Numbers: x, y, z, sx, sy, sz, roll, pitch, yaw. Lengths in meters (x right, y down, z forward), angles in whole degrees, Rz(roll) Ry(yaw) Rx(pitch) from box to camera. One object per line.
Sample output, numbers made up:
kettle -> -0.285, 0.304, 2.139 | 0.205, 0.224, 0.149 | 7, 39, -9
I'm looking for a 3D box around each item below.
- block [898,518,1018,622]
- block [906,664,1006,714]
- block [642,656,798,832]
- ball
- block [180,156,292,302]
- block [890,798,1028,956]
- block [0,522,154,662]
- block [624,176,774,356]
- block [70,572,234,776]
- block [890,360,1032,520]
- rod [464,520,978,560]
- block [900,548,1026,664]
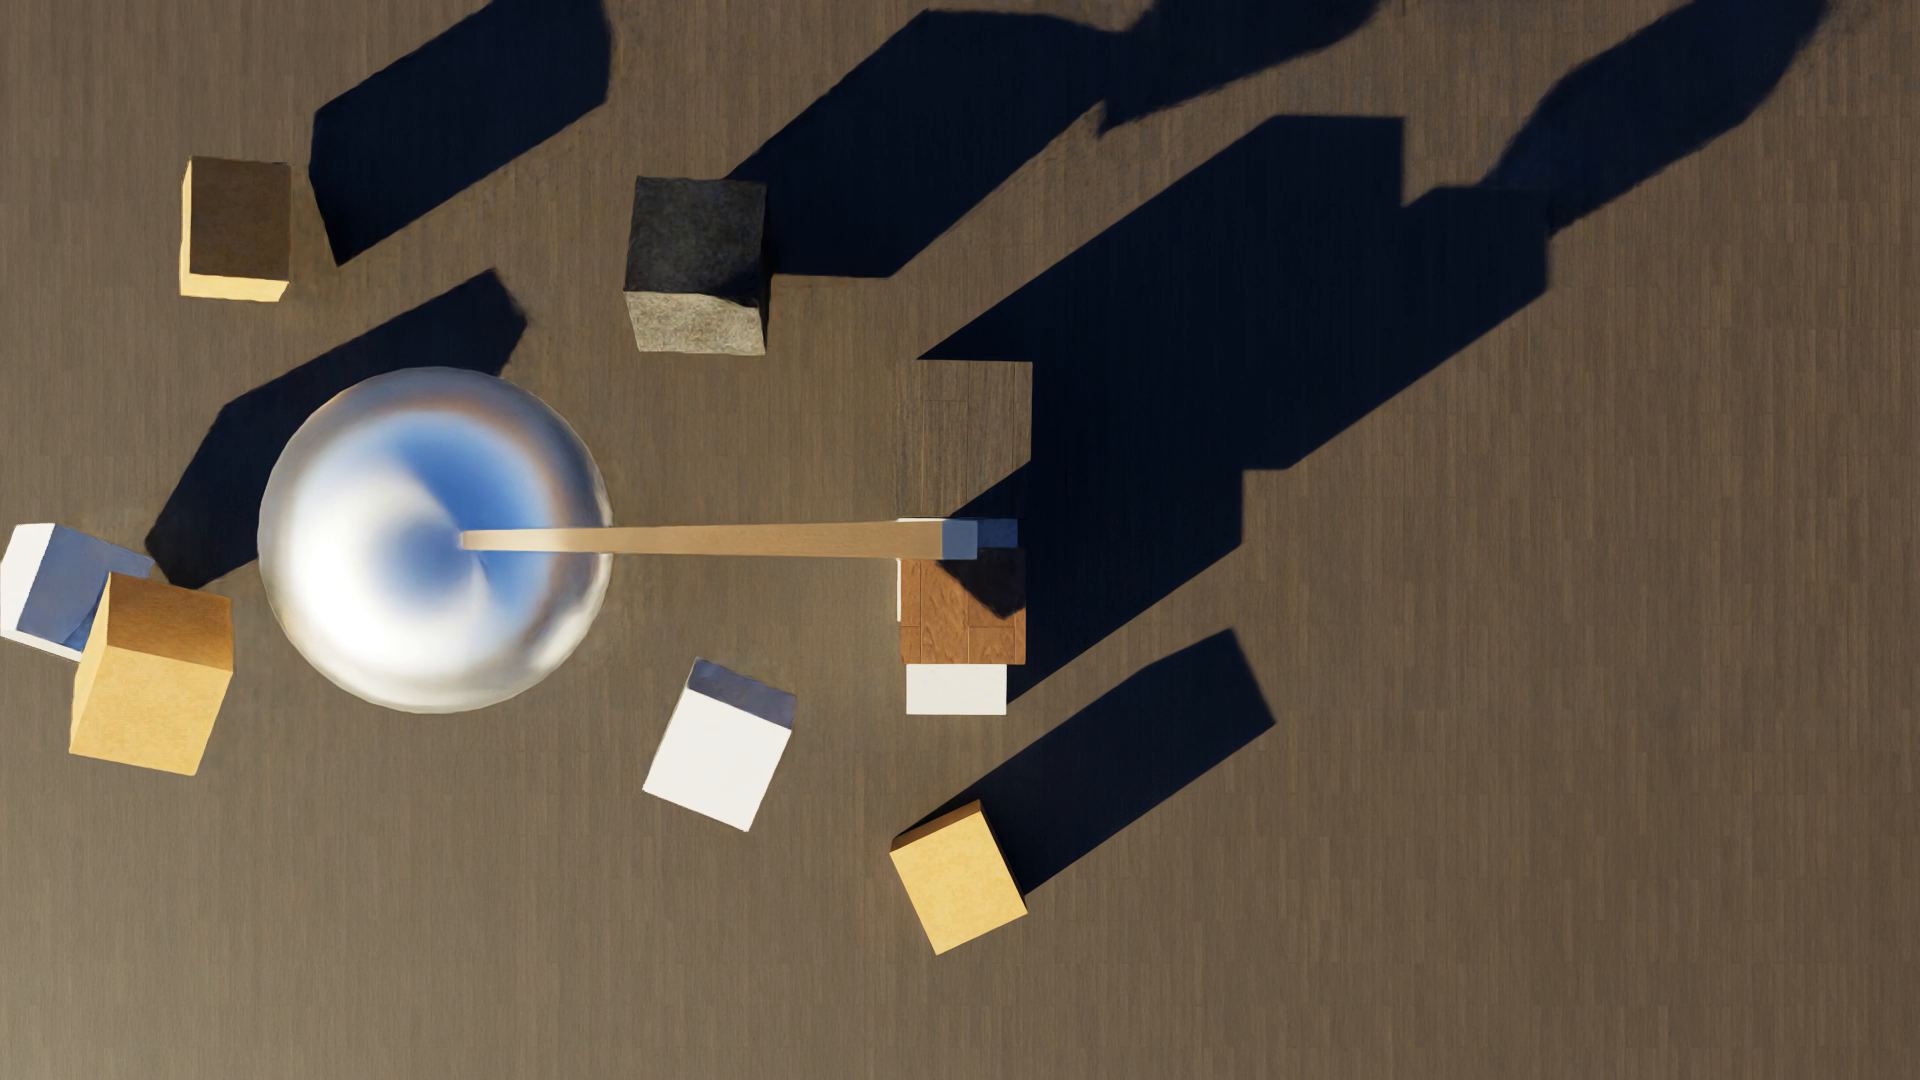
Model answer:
block -> -0.014, 0.169, 12.682 | 0.672, 0.635, 0.578 | 0, 90, 0
block -> -0.019, 0.721, 12.715 | 0.561, 0.570, 0.527 | 0, 90, 0
block -> -1.177, 1.001, 10.880 | 0.550, 0.540, 0.560 | 23, 102, -6
ball -> -2.394, 0.000, 10.099 | 1.600, 1.600, 1.600 | 0, 90, 0
block -> -4.126, -1.761, 12.526 | 0.535, 0.598, 0.667 | 2, 84, -23
block -> -0.008, 1.935, 12.700 | 0.565, 0.601, 0.634 | -25, 90, 0
block -> -5.061, 0.304, 12.445 | 0.585, 0.629, 0.624 | 27, 72, -38
block -> -1.472, -1.554, 12.535 | 0.734, 0.701, 0.736 | 2, 67, 0
block -> -3.898, 0.645, 10.615 | 0.578, 0.657, 0.624 | 15, 114, -26
block -> 0.007, -0.557, 12.551 | 0.768, 0.899, 0.862 | 1, 90, 0
rod -> -1.037, 0.000, 6.982 | 0.080, 5.200, 0.080 | 0, 90, -24
block -> 0.017, 0.354, 12.051 | 0.667, 0.627, 0.620 | 0, 90, 0
